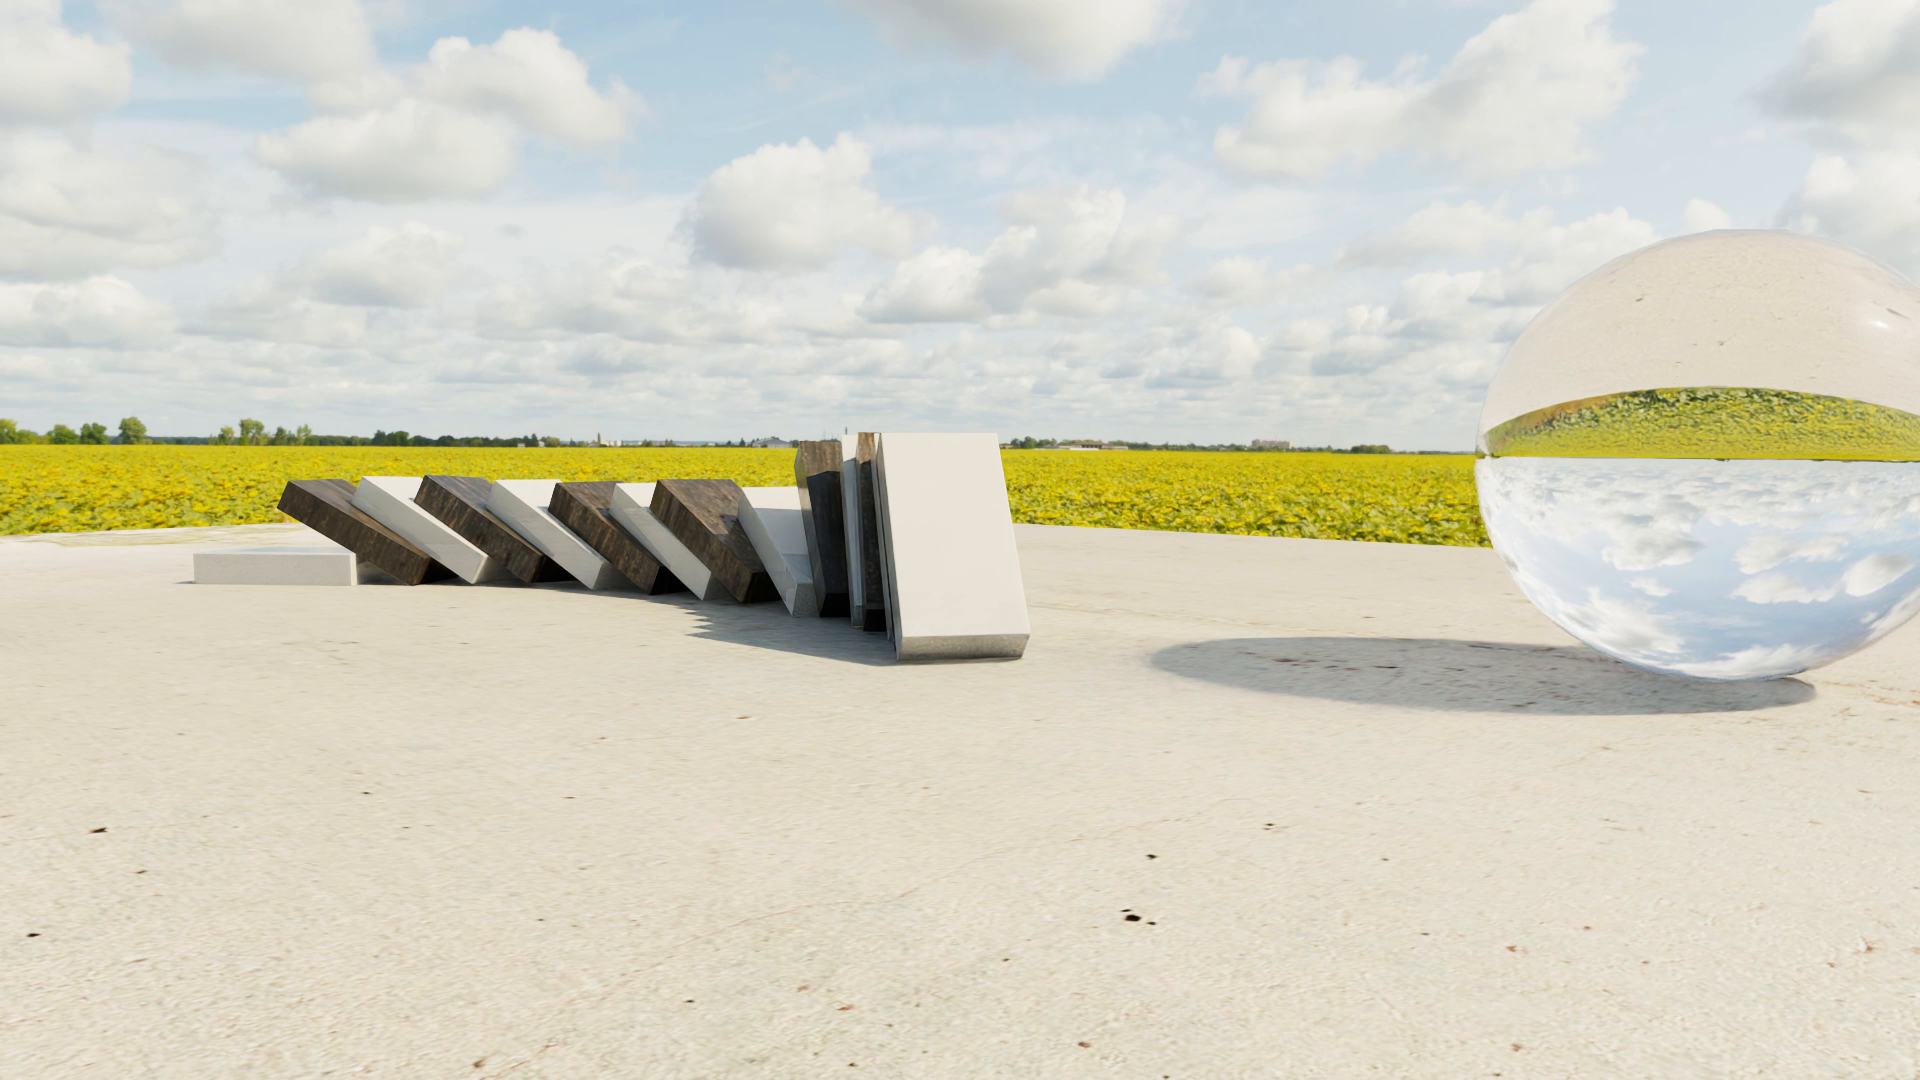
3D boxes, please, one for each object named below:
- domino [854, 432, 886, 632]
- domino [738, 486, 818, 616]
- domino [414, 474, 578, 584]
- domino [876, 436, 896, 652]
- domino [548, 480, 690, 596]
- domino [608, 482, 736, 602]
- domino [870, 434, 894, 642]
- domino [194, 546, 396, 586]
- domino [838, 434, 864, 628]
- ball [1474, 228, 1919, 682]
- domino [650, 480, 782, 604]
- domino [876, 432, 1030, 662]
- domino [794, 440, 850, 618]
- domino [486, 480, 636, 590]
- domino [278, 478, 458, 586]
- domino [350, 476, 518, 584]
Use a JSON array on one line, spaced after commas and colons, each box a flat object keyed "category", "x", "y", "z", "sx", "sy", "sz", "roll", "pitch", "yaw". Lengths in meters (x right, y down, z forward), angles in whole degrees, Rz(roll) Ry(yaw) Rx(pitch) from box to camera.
[{"category": "domino", "x": -0.011, "y": -0.003, "z": 0.299, "sx": 0.025, "sy": 0.050, "sz": 0.009, "roll": 1, "pitch": -35, "yaw": -9}, {"category": "domino", "x": -0.040, "y": 0.002, "z": 0.340, "sx": 0.025, "sy": 0.010, "sz": 0.050, "roll": -2, "pitch": 31, "yaw": -27}, {"category": "domino", "x": -0.141, "y": -0.004, "z": 0.396, "sx": 0.050, "sy": 0.009, "sz": 0.025, "roll": 31, "pitch": 11, "yaw": 19}, {"category": "domino", "x": -0.003, "y": -0.001, "z": 0.276, "sx": 0.025, "sy": 0.050, "sz": 0.009, "roll": -1, "pitch": -35, "yaw": -11}, {"category": "domino", "x": -0.096, "y": -0.001, "z": 0.380, "sx": 0.050, "sy": 0.009, "sz": 0.025, "roll": 34, "pitch": 22, "yaw": 29}, {"category": "domino", "x": -0.076, "y": -0.001, "z": 0.369, "sx": 0.025, "sy": 0.009, "sz": 0.050, "roll": -5, "pitch": 33, "yaw": -48}, {"category": "domino", "x": -0.005, "y": -0.001, "z": 0.288, "sx": 0.025, "sy": 0.050, "sz": 0.009, "roll": -1, "pitch": -35, "yaw": -11}, {"category": "domino", "x": -0.206, "y": 0.008, "z": 0.399, "sx": 0.050, "sy": 0.009, "sz": 0.025, "roll": 0, "pitch": 4, "yaw": 5}, {"category": "domino", "x": -0.015, "y": -0.003, "z": 0.311, "sx": 0.025, "sy": 0.050, "sz": 0.010, "roll": -1, "pitch": -35, "yaw": -10}, {"category": "ball", "x": 0.135, "y": -0.015, "z": 0.229, "sx": 0.080, "sy": 0.080, "sz": 0.080, "roll": 0, "pitch": 4, "yaw": 0}, {"category": "domino", "x": -0.062, "y": -0.001, "z": 0.356, "sx": 0.025, "sy": 0.010, "sz": 0.050, "roll": -3, "pitch": 33, "yaw": -46}, {"category": "domino", "x": -0.002, "y": 0.000, "z": 0.264, "sx": 0.025, "sy": 0.050, "sz": 0.010, "roll": -1, "pitch": -35, "yaw": -11}, {"category": "domino", "x": -0.026, "y": -0.003, "z": 0.325, "sx": 0.025, "sy": 0.050, "sz": 0.010, "roll": 0, "pitch": -40, "yaw": -19}, {"category": "domino", "x": -0.117, "y": -0.002, "z": 0.390, "sx": 0.050, "sy": 0.009, "sz": 0.025, "roll": 32, "pitch": 18, "yaw": 25}, {"category": "domino", "x": -0.182, "y": -0.003, "z": 0.399, "sx": 0.050, "sy": 0.010, "sz": 0.025, "roll": 28, "pitch": 8, "yaw": 7}, {"category": "domino", "x": -0.161, "y": -0.004, "z": 0.400, "sx": 0.050, "sy": 0.010, "sz": 0.025, "roll": 30, "pitch": 11, "yaw": 14}]
